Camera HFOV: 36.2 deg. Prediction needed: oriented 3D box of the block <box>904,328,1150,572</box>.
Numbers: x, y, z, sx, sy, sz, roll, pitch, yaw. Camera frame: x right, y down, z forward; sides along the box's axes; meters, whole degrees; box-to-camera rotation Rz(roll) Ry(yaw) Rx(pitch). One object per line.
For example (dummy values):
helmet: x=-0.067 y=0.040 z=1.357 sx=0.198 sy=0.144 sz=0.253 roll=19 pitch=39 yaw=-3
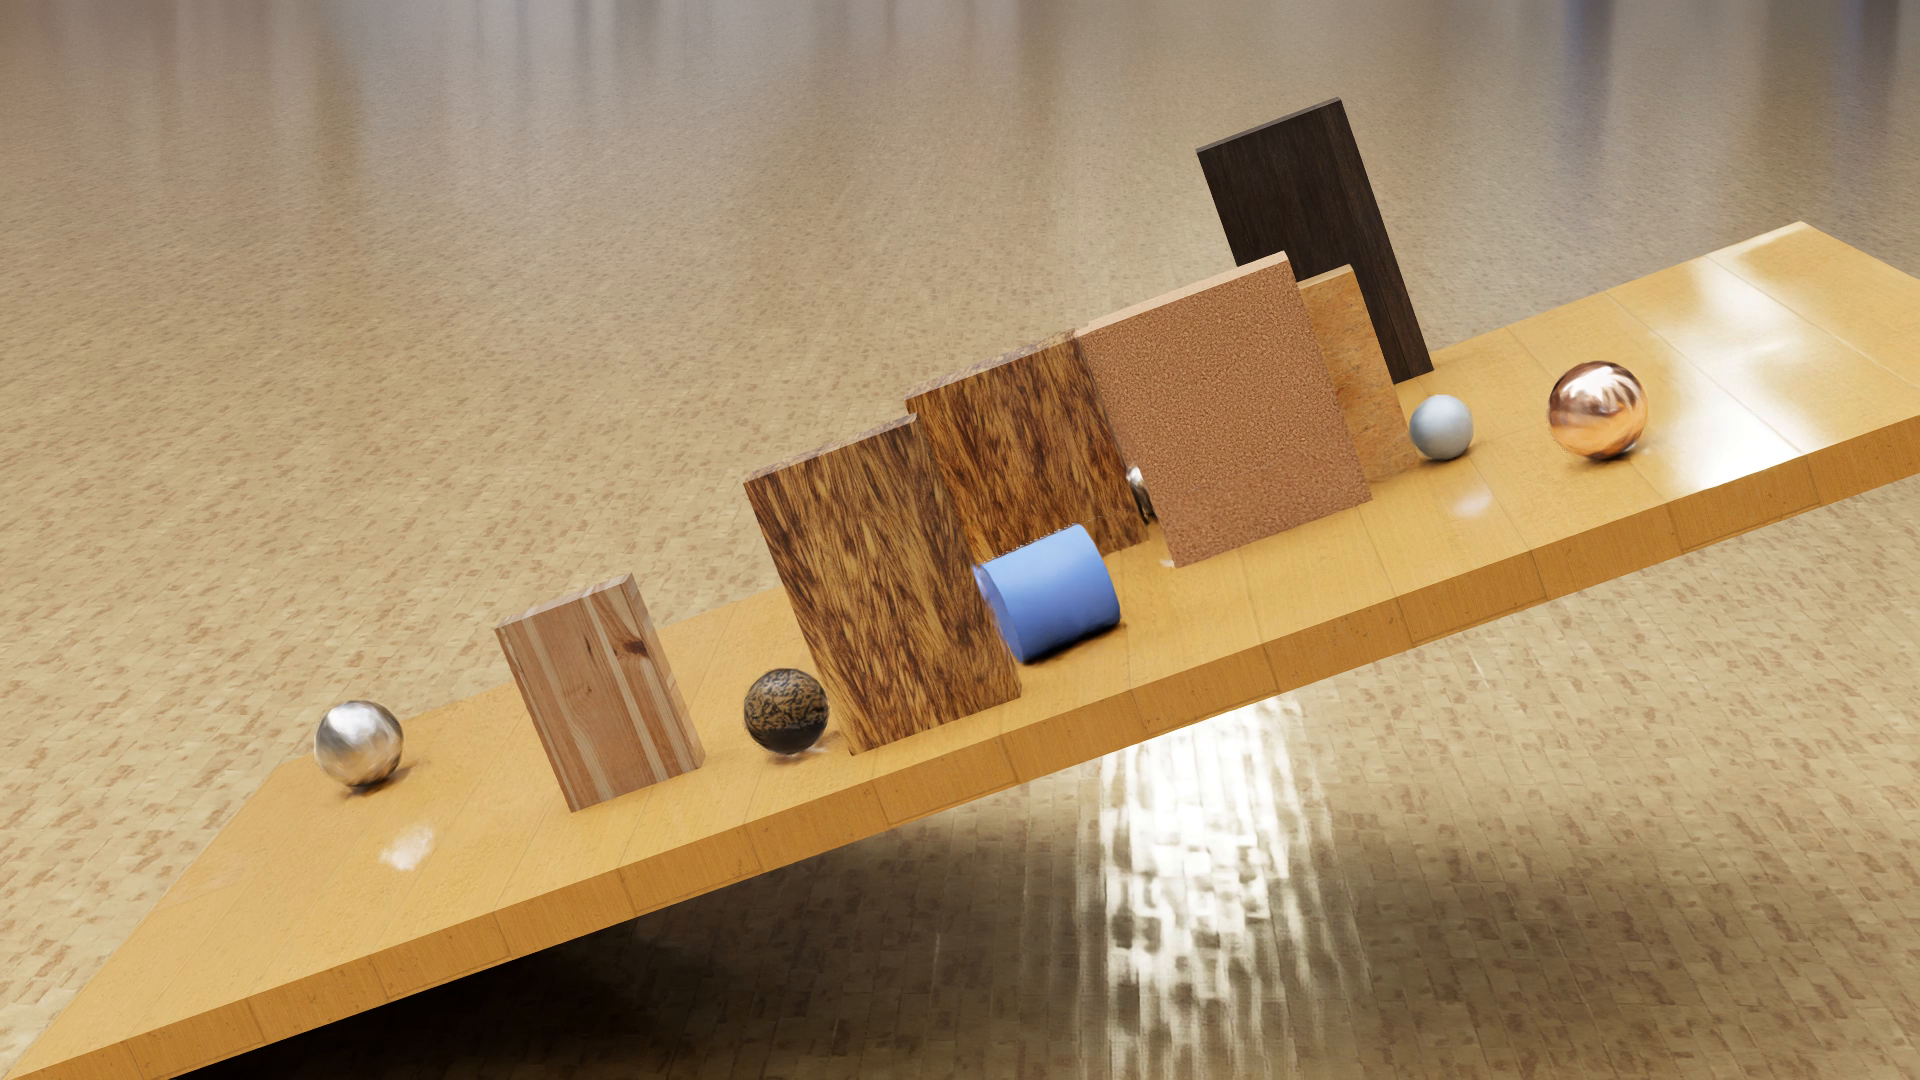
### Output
block: x=0.147 y=-0.166 z=6.390 sx=0.390 sy=0.468 sz=0.150 roll=-20 pitch=12 yaw=7

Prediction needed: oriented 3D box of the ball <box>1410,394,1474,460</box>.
ball: x=0.991 y=-0.232 z=6.047 sx=0.133 sy=0.133 sz=0.133 roll=0 pitch=13 yaw=0

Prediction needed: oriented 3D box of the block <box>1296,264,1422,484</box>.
block: x=0.681 y=-0.291 z=6.110 sx=0.425 sy=0.434 sz=0.098 roll=-20 pitch=12 yaw=7

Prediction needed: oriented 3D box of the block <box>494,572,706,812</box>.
block: x=-0.719 y=0.306 z=5.898 sx=0.282 sy=0.406 sz=0.087 roll=-20 pitch=12 yaw=7

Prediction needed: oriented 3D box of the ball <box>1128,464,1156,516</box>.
ball: x=0.423 y=-0.113 z=6.525 sx=0.124 sy=0.124 sz=0.124 roll=0 pitch=13 yaw=0

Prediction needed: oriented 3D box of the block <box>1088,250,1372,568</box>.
block: x=0.550 y=-0.265 z=5.998 sx=0.423 sy=0.521 sz=0.138 roll=-20 pitch=12 yaw=7

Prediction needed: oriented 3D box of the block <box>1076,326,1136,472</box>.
block: x=0.424 y=-0.314 z=6.736 sx=0.245 sy=0.408 sz=0.099 roll=-20 pitch=12 yaw=7

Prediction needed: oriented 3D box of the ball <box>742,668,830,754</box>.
ball: x=-0.337 y=0.332 z=5.704 sx=0.168 sy=0.168 sz=0.168 roll=0 pitch=13 yaw=0

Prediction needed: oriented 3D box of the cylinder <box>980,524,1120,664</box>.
cylinder: x=0.175 y=0.105 z=5.741 sx=0.208 sy=0.208 sz=0.208 roll=-23 pitch=17 yaw=-8

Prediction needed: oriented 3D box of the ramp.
ramp: x=0.117 y=0.176 z=6.296 sx=4.000 sy=0.100 sz=2.000 roll=-20 pitch=12 yaw=7

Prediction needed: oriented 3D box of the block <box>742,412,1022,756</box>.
block: x=-0.142 y=0.084 z=5.512 sx=0.341 sy=0.560 sz=0.093 roll=-20 pitch=12 yaw=7

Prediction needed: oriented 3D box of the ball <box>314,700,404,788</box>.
ball: x=-1.395 y=0.473 z=6.835 sx=0.204 sy=0.204 sz=0.204 roll=0 pitch=13 yaw=0

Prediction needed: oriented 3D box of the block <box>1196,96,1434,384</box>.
block: x=0.836 y=-0.660 z=6.930 sx=0.353 sy=0.675 sz=0.096 roll=-20 pitch=12 yaw=7

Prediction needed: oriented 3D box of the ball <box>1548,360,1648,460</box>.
ball: x=1.212 y=-0.247 z=5.589 sx=0.187 sy=0.187 sz=0.187 roll=0 pitch=13 yaw=0
